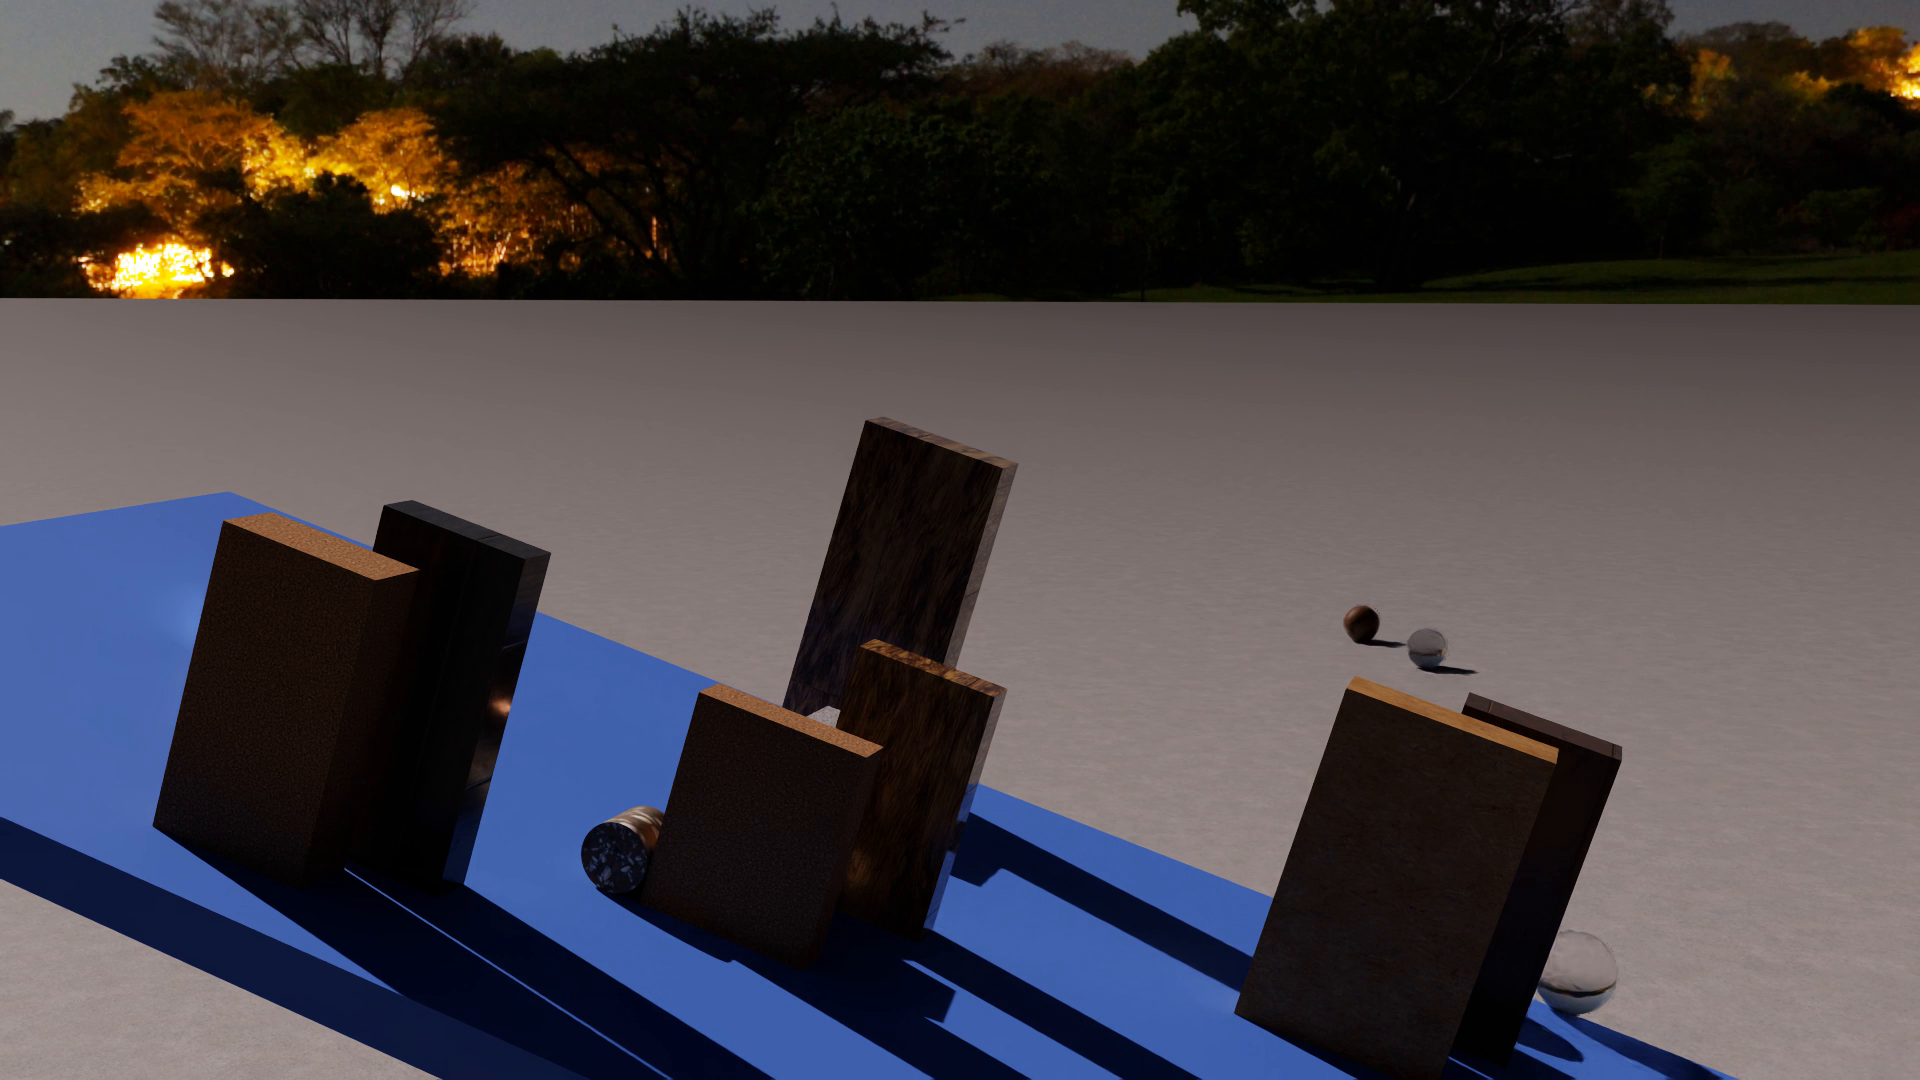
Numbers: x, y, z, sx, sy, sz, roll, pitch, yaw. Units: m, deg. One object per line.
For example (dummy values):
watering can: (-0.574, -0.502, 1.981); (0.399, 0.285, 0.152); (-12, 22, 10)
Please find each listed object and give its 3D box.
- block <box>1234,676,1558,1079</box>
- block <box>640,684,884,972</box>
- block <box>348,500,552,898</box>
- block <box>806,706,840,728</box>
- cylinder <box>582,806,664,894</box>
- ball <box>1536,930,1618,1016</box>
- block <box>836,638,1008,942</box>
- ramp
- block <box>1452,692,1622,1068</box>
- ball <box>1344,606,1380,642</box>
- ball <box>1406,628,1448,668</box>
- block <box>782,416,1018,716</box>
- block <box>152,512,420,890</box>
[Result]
block: (0.825, 0.651, 4.178); (0.400, 0.678, 0.134); (20, 12, 14)
block: (-0.352, 0.503, 3.874); (0.324, 0.407, 0.089); (20, 12, 14)
block: (-0.901, 0.266, 3.701); (0.271, 0.607, 0.090); (20, 12, 14)
block: (-0.263, 0.475, 4.742); (0.162, 0.162, 0.162); (20, 12, 15)
cylinder: (-0.595, 0.557, 3.968); (0.130, 0.130, 0.130); (2, 7, 17)
ball: (1.337, 0.942, 4.787); (0.181, 0.181, 0.181); (0, 7, 0)
block: (-0.119, 0.470, 4.133); (0.274, 0.498, 0.087); (20, 12, 14)
ramp: (-0.363, 0.694, 4.230); (4.000, 0.100, 2.000); (20, 12, 14)
block: (1.058, 0.679, 4.407); (0.313, 0.666, 0.136); (20, 12, 14)
ball: (2.032, 0.423, 11.130); (0.181, 0.181, 0.181); (0, 7, 0)
ball: (2.201, 0.511, 10.368); (0.187, 0.187, 0.187); (0, 7, 0)
block: (-0.149, 0.148, 4.902); (0.327, 0.775, 0.124); (20, 12, 14)
block: (-1.107, 0.261, 3.608); (0.289, 0.538, 0.132); (20, 12, 14)
